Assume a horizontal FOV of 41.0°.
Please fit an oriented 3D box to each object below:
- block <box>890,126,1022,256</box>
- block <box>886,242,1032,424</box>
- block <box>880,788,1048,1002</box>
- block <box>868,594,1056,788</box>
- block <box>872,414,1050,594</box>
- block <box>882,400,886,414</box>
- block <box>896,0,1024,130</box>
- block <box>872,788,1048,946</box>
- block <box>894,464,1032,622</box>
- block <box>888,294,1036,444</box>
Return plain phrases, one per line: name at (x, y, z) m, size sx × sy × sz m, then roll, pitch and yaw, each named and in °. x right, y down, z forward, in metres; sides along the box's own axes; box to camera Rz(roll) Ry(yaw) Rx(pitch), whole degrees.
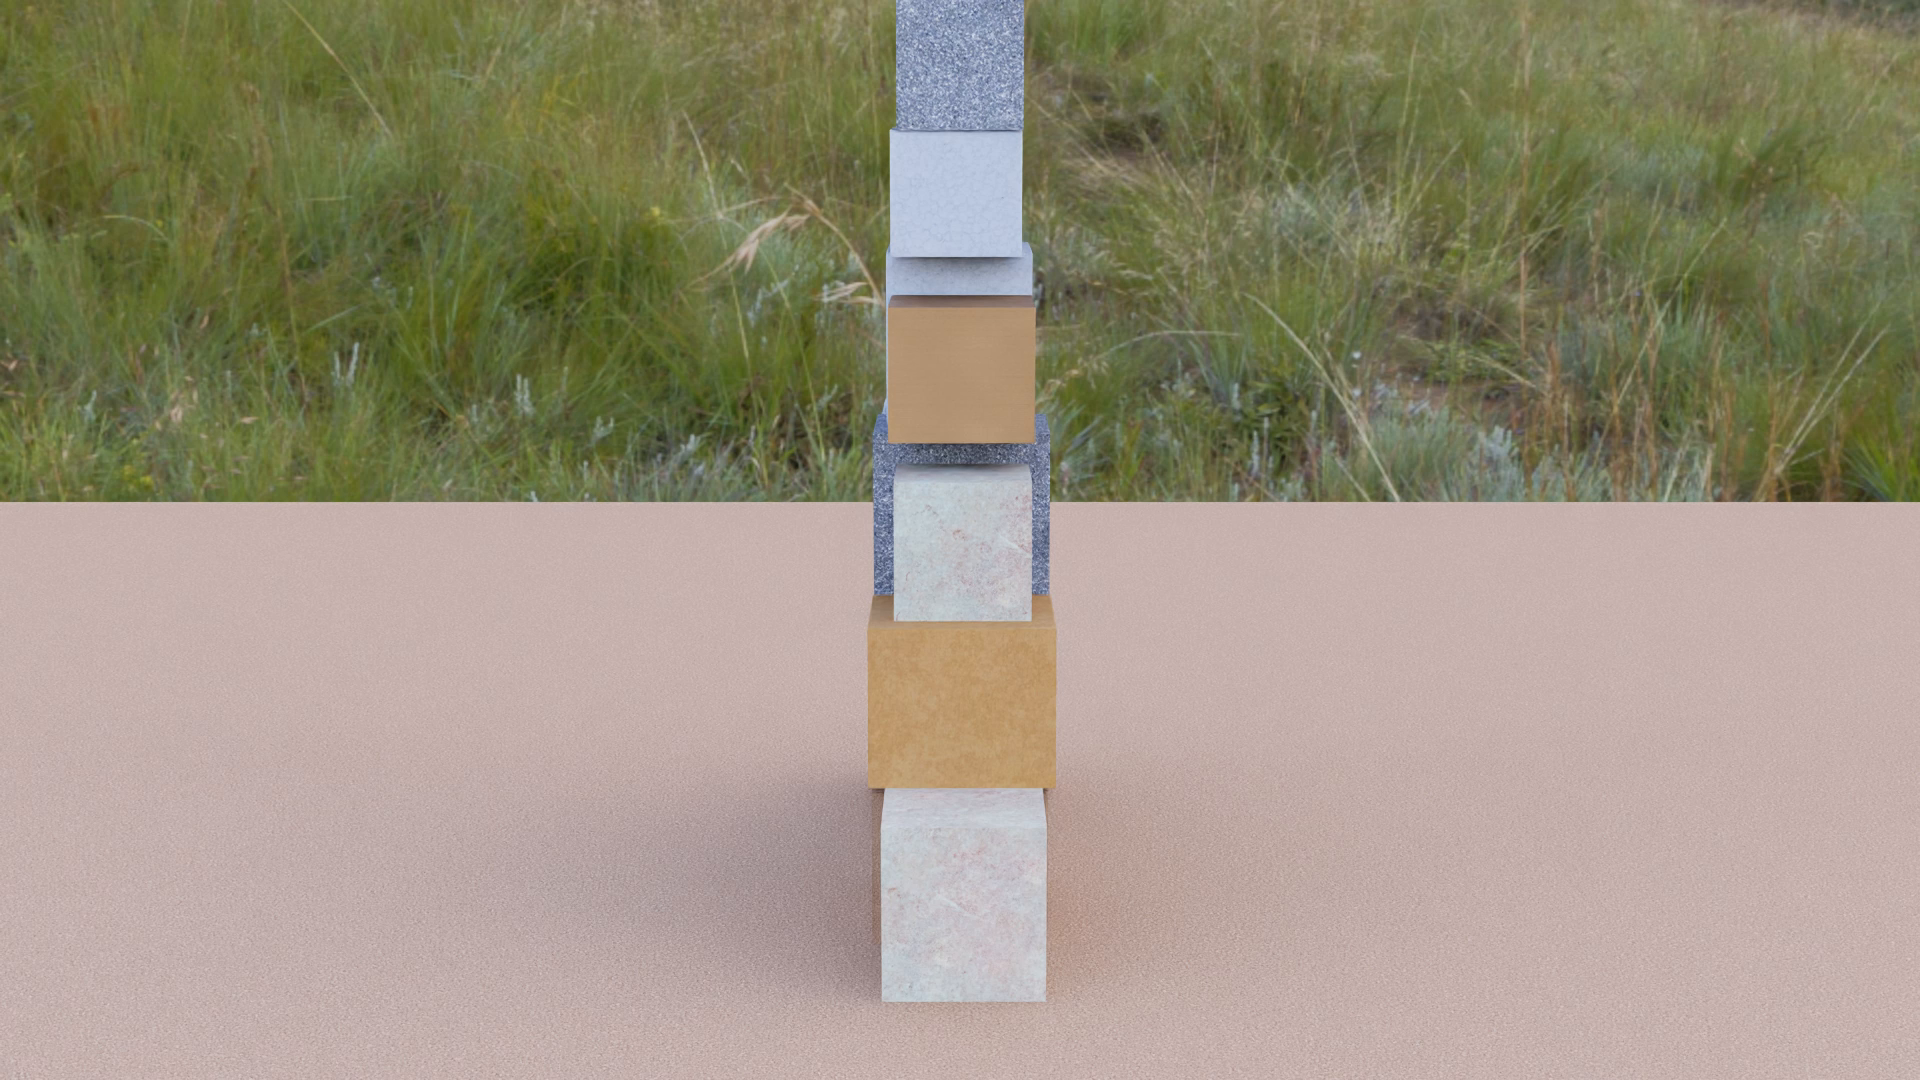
block at (-0.016, -1.486, 10.909) m, size 0.547 × 0.522 × 0.562 m, roll 0°, pitch 10°, yaw 0°
block at (-0.004, -0.925, 11.324) m, size 0.624 × 0.731 × 0.698 m, roll 0°, pitch 10°, yaw 0°
block at (0.015, 1.373, 10.083) m, size 0.629 × 0.690 × 0.636 m, roll 0°, pitch 10°, yaw 0°
block at (0.008, 0.612, 10.538) m, size 0.749 × 0.650 × 0.699 m, roll 0°, pitch 10°, yaw 0°
block at (0.007, -0.138, 11.093) m, size 0.741 × 0.736 × 0.654 m, roll 0°, pitch 10°, yaw 0°
block at (-0.017, -0.281, 11.744) m, size 0.666 × 0.638 × 0.670 m, roll 0°, pitch 11°, yaw 0°
block at (0.000, -2.033, 10.808) m, size 0.524 × 0.590 × 0.598 m, roll 0°, pitch 10°, yaw 0°
block at (0.000, 1.267, 10.802) m, size 0.713 × 0.641 × 0.796 m, roll 0°, pitch 10°, yaw 0°
block at (0.011, 0.003, 10.505) m, size 0.551 × 0.561 × 0.547 m, roll 0°, pitch 10°, yaw 0°
block at (0.007, -0.719, 10.690) m, size 0.596 × 0.552 × 0.605 m, roll 0°, pitch 10°, yaw 0°
